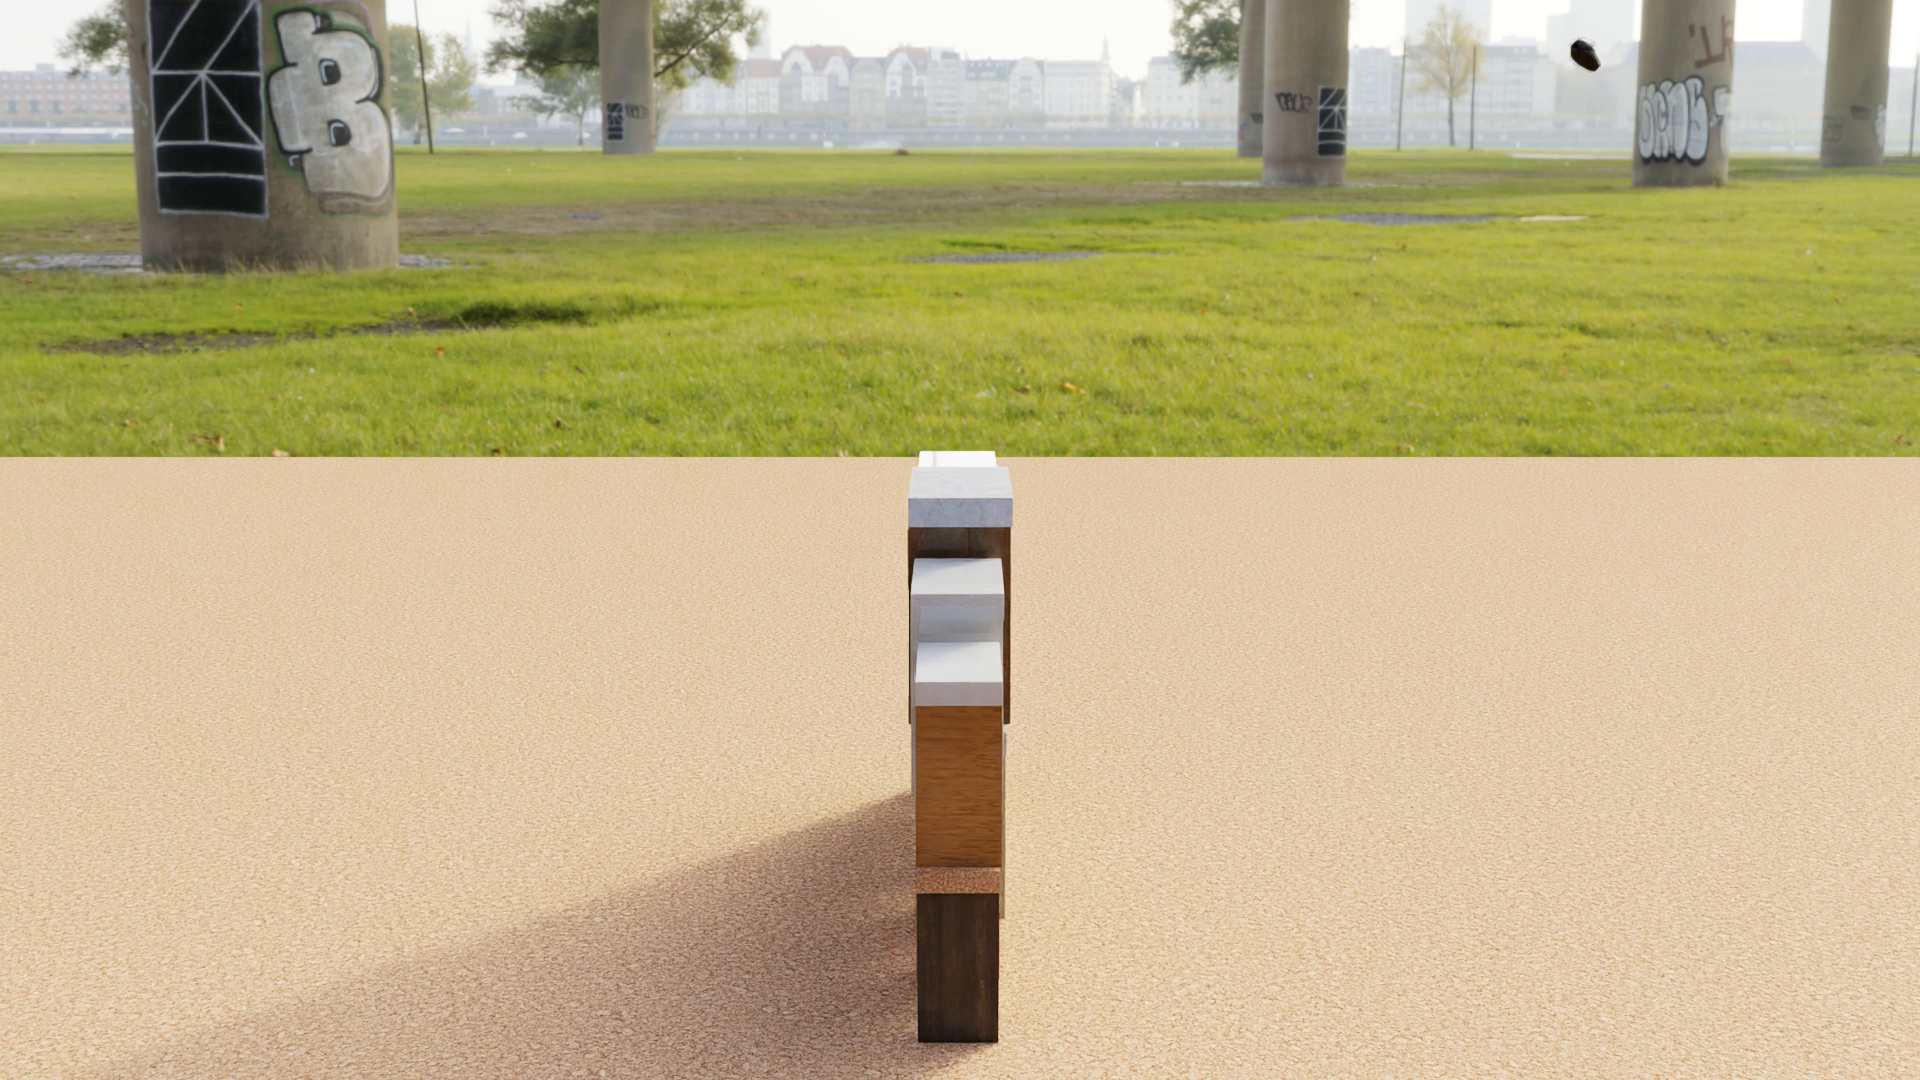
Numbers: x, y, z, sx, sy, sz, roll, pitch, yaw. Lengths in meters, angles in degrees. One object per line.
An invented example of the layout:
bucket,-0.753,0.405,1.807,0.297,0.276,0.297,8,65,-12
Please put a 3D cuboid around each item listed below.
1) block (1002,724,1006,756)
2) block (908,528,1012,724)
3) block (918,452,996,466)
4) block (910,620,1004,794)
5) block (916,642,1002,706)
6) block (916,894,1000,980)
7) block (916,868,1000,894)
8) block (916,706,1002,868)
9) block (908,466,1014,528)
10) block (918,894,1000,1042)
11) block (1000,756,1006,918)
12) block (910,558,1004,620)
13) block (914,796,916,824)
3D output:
block,0.005,0.298,3.609,0.139,0.039,0.278,0,11,0
block,-0.001,0.130,3.512,0.163,0.326,0.046,0,11,0
block,-0.005,-0.123,4.043,0.141,0.040,0.283,0,11,0
block,-0.005,0.240,3.244,0.135,0.270,0.038,0,11,0
block,-0.001,0.185,3.063,0.117,0.033,0.234,0,11,0
block,-0.003,0.532,3.293,0.126,0.251,0.036,0,11,0
block,-0.003,0.447,3.115,0.113,0.032,0.226,0,11,0
block,-0.002,0.331,3.011,0.117,0.234,0.033,0,11,0
block,0.000,-0.072,3.586,0.163,0.046,0.326,0,11,0
block,-0.003,0.587,3.064,0.113,0.226,0.032,0,11,0
block,0.003,0.471,3.547,0.139,0.278,0.039,0,11,0
block,-0.003,0.072,3.304,0.135,0.038,0.270,0,11,0
block,-0.003,0.376,3.349,0.126,0.036,0.251,0,11,0
